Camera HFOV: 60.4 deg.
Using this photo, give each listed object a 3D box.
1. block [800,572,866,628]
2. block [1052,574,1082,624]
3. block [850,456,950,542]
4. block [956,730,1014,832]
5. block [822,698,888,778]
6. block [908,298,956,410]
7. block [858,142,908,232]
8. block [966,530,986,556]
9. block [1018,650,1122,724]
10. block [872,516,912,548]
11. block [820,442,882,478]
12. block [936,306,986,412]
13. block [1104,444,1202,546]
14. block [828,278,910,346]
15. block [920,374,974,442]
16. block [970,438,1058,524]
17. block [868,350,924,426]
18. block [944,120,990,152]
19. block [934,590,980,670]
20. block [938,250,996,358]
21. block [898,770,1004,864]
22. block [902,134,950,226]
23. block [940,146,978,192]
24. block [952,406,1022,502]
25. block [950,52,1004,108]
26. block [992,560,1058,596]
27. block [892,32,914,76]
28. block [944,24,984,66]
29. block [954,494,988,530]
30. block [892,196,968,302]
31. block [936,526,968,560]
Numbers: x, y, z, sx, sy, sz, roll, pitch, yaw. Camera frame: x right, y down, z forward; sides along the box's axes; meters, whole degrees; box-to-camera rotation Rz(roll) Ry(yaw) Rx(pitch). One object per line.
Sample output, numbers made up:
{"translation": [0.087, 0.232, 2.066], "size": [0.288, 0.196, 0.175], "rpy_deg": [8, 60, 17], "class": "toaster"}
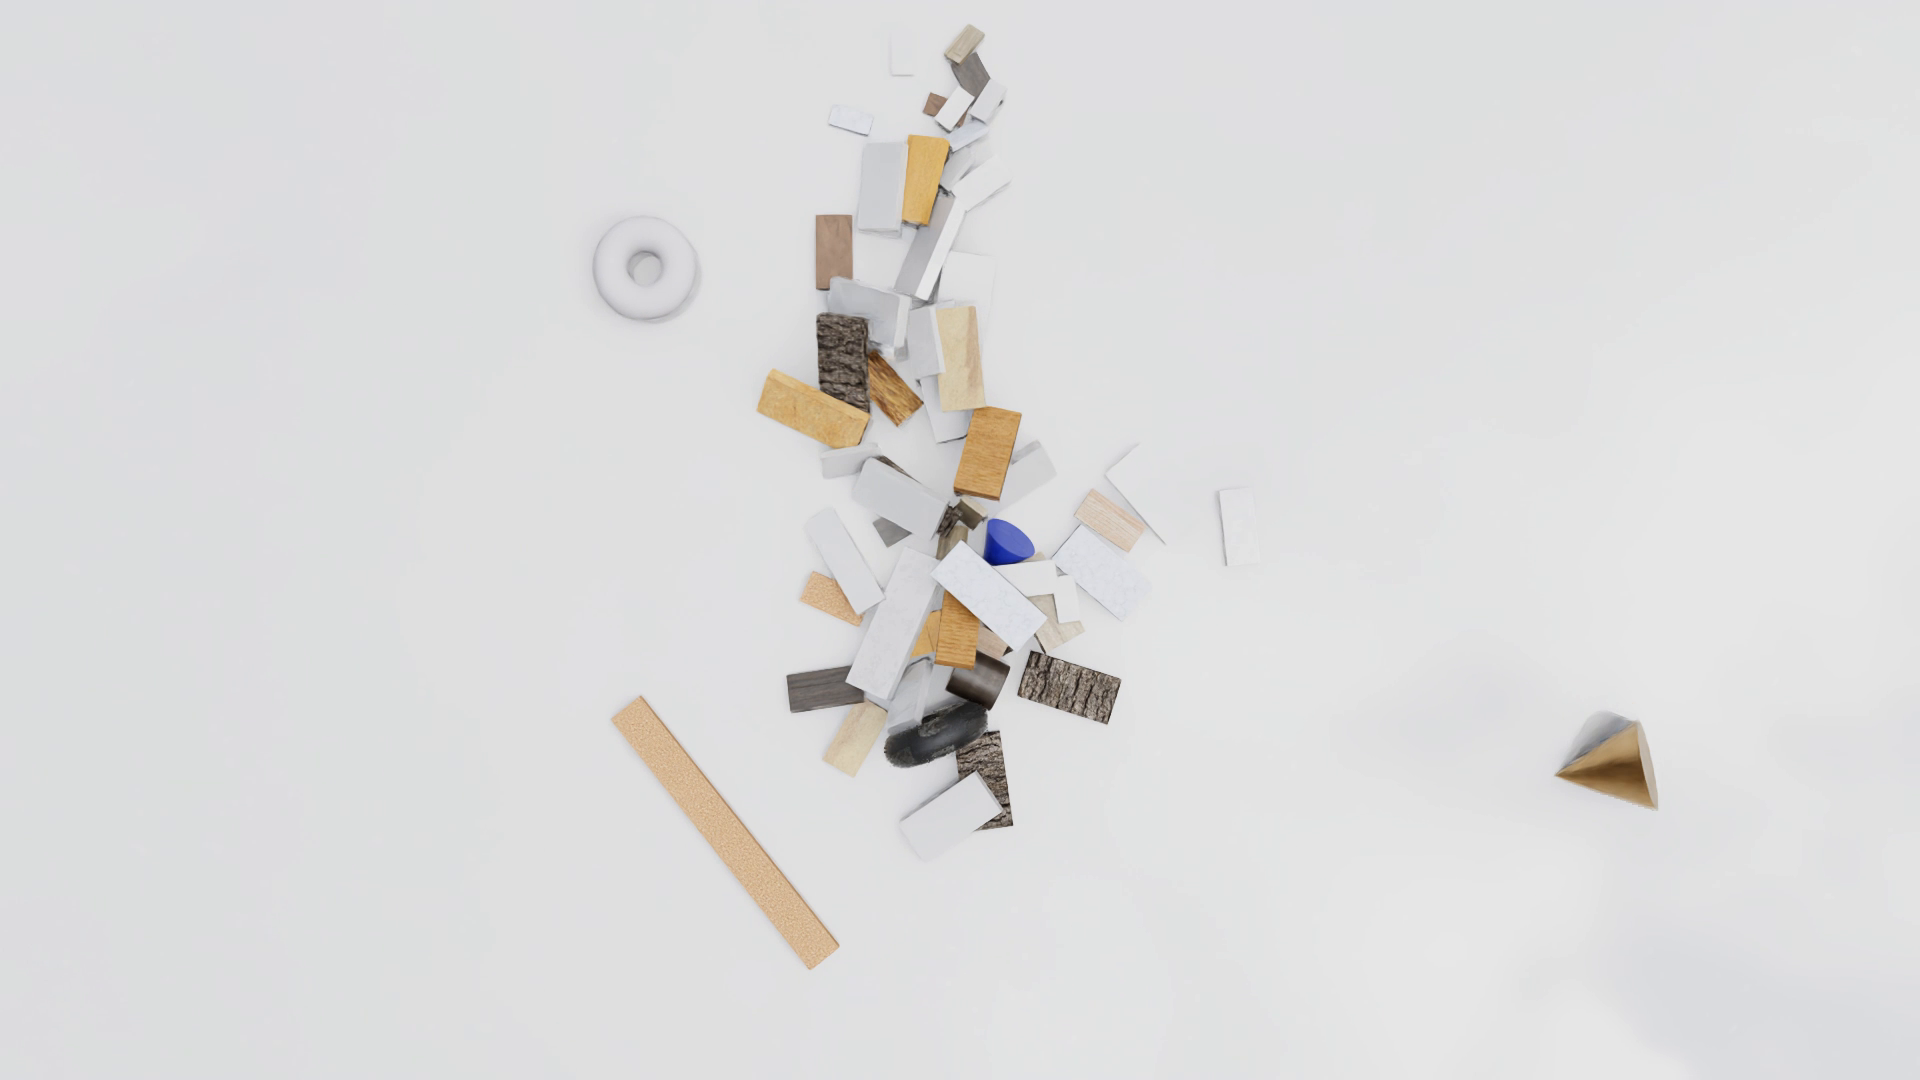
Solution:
{"translation": [-0.413, 0.197, 5.485], "size": [0.215, 0.030, 0.108], "rpy_deg": [24, 90, 0], "class": "block"}
{"translation": [0.347, 0.194, 5.424], "size": [0.076, 0.022, 0.152], "rpy_deg": [-9, 84, -11], "class": "block"}
{"translation": [-0.197, -0.133, 5.416], "size": [0.303, 0.043, 0.152], "rpy_deg": [29, 116, 9], "class": "block"}
{"translation": [0.077, 0.802, 5.478], "size": [0.157, 0.044, 0.313], "rpy_deg": [-8, 90, 0], "class": "block"}
{"translation": [-0.343, 0.652, 5.483], "size": [0.123, 0.035, 0.246], "rpy_deg": [30, 90, 0], "class": "block"}
{"translation": [-0.062, -0.606, 5.429], "size": [0.171, 0.048, 0.341], "rpy_deg": [-13, 103, 5], "class": "block"}
{"translation": [-0.254, -1.166, 5.448], "size": [0.142, 0.040, 0.284], "rpy_deg": [6, 90, 29], "class": "block"}
{"translation": [0.021, 0.064, 5.487], "size": [0.095, 0.027, 0.189], "rpy_deg": [13, 90, 0], "class": "block"}
{"translation": [0.363, 0.490, 5.478], "size": [0.313, 0.044, 0.157], "rpy_deg": [18, 90, 0], "class": "block"}
{"translation": [-0.182, -0.065, 5.486], "size": [0.196, 0.028, 0.098], "rpy_deg": [-31, 90, 0], "class": "block"}
{"translation": [-0.358, -0.263, 5.454], "size": [0.196, 0.098, 0.028], "rpy_deg": [-10, 48, 0], "class": "block"}
{"translation": [-0.004, -0.585, 5.332], "size": [0.142, 0.040, 0.328], "rpy_deg": [-6, 93, 5], "class": "block"}
{"translation": [0.642, -0.151, 5.478], "size": [0.157, 0.044, 0.314], "rpy_deg": [-41, 90, 0], "class": "block"}
{"translation": [-0.303, -0.743, 5.359], "size": [0.324, 0.046, 0.162], "rpy_deg": [22, 111, 39], "class": "block"}
{"translation": [-0.040, -0.486, 5.412], "size": [0.152, 0.043, 0.303], "rpy_deg": [-13, 103, 5], "class": "block"}
{"translation": [0.161, -0.192, 5.431], "size": [0.303, 0.152, 0.043], "rpy_deg": [-33, 45, 0], "class": "block"}
{"translation": [-0.244, -0.502, 5.451], "size": [0.244, 0.035, 0.122], "rpy_deg": [47, 55, 0], "class": "block"}
{"translation": [0.019, -1.341, 5.456], "size": [0.145, 0.021, 0.072], "rpy_deg": [-32, 46, -9], "class": "block"}
{"translation": [-0.004, 0.293, 5.374], "size": [0.126, 0.036, 0.252], "rpy_deg": [9, 61, -3], "class": "block"}
{"translation": [0.011, -0.773, 5.438], "size": [0.171, 0.048, 0.341], "rpy_deg": [9, 103, 0], "class": "block"}
{"translation": [-0.030, 0.914, 5.442], "size": [0.313, 0.044, 0.157], "rpy_deg": [-36, 85, 11], "class": "block"}
{"translation": [-0.138, -1.190, 5.445], "size": [0.142, 0.040, 0.284], "rpy_deg": [15, 90, 32], "class": "block"}
{"translation": [-0.015, -1.228, 5.441], "size": [0.145, 0.021, 0.072], "rpy_deg": [-50, 53, 8], "class": "block"}
{"translation": [0.089, -0.283, 5.325], "size": [0.152, 0.043, 0.303], "rpy_deg": [13, 70, 7], "class": "block"}
{"translation": [0.057, -1.513, 5.486], "size": [0.096, 0.027, 0.193], "rpy_deg": [-28, 90, 0], "class": "block"}
{"translation": [0.206, 0.130, 5.387], "size": [0.220, 0.031, 0.110], "rpy_deg": [-7, 92, 3], "class": "block"}
{"translation": [-0.189, -1.617, 5.490], "size": [0.069, 0.020, 0.139], "rpy_deg": [0, 90, 0], "class": "block"}
{"translation": [0.014, -1.644, 5.474], "size": [0.068, 0.019, 0.135], "rpy_deg": [37, 83, 15], "class": "block"}
{"translation": [0.031, -0.091, 5.406], "size": [0.095, 0.189, 0.027], "rpy_deg": [38, 73, 0], "class": "block"}
{"translation": [-0.100, -0.958, 5.415], "size": [0.048, 0.171, 0.341], "rpy_deg": [23, 90, -31], "class": "block"}
{"translation": [-0.031, 0.045, 5.454], "size": [0.094, 0.027, 0.189], "rpy_deg": [5, 84, 33], "class": "block"}
